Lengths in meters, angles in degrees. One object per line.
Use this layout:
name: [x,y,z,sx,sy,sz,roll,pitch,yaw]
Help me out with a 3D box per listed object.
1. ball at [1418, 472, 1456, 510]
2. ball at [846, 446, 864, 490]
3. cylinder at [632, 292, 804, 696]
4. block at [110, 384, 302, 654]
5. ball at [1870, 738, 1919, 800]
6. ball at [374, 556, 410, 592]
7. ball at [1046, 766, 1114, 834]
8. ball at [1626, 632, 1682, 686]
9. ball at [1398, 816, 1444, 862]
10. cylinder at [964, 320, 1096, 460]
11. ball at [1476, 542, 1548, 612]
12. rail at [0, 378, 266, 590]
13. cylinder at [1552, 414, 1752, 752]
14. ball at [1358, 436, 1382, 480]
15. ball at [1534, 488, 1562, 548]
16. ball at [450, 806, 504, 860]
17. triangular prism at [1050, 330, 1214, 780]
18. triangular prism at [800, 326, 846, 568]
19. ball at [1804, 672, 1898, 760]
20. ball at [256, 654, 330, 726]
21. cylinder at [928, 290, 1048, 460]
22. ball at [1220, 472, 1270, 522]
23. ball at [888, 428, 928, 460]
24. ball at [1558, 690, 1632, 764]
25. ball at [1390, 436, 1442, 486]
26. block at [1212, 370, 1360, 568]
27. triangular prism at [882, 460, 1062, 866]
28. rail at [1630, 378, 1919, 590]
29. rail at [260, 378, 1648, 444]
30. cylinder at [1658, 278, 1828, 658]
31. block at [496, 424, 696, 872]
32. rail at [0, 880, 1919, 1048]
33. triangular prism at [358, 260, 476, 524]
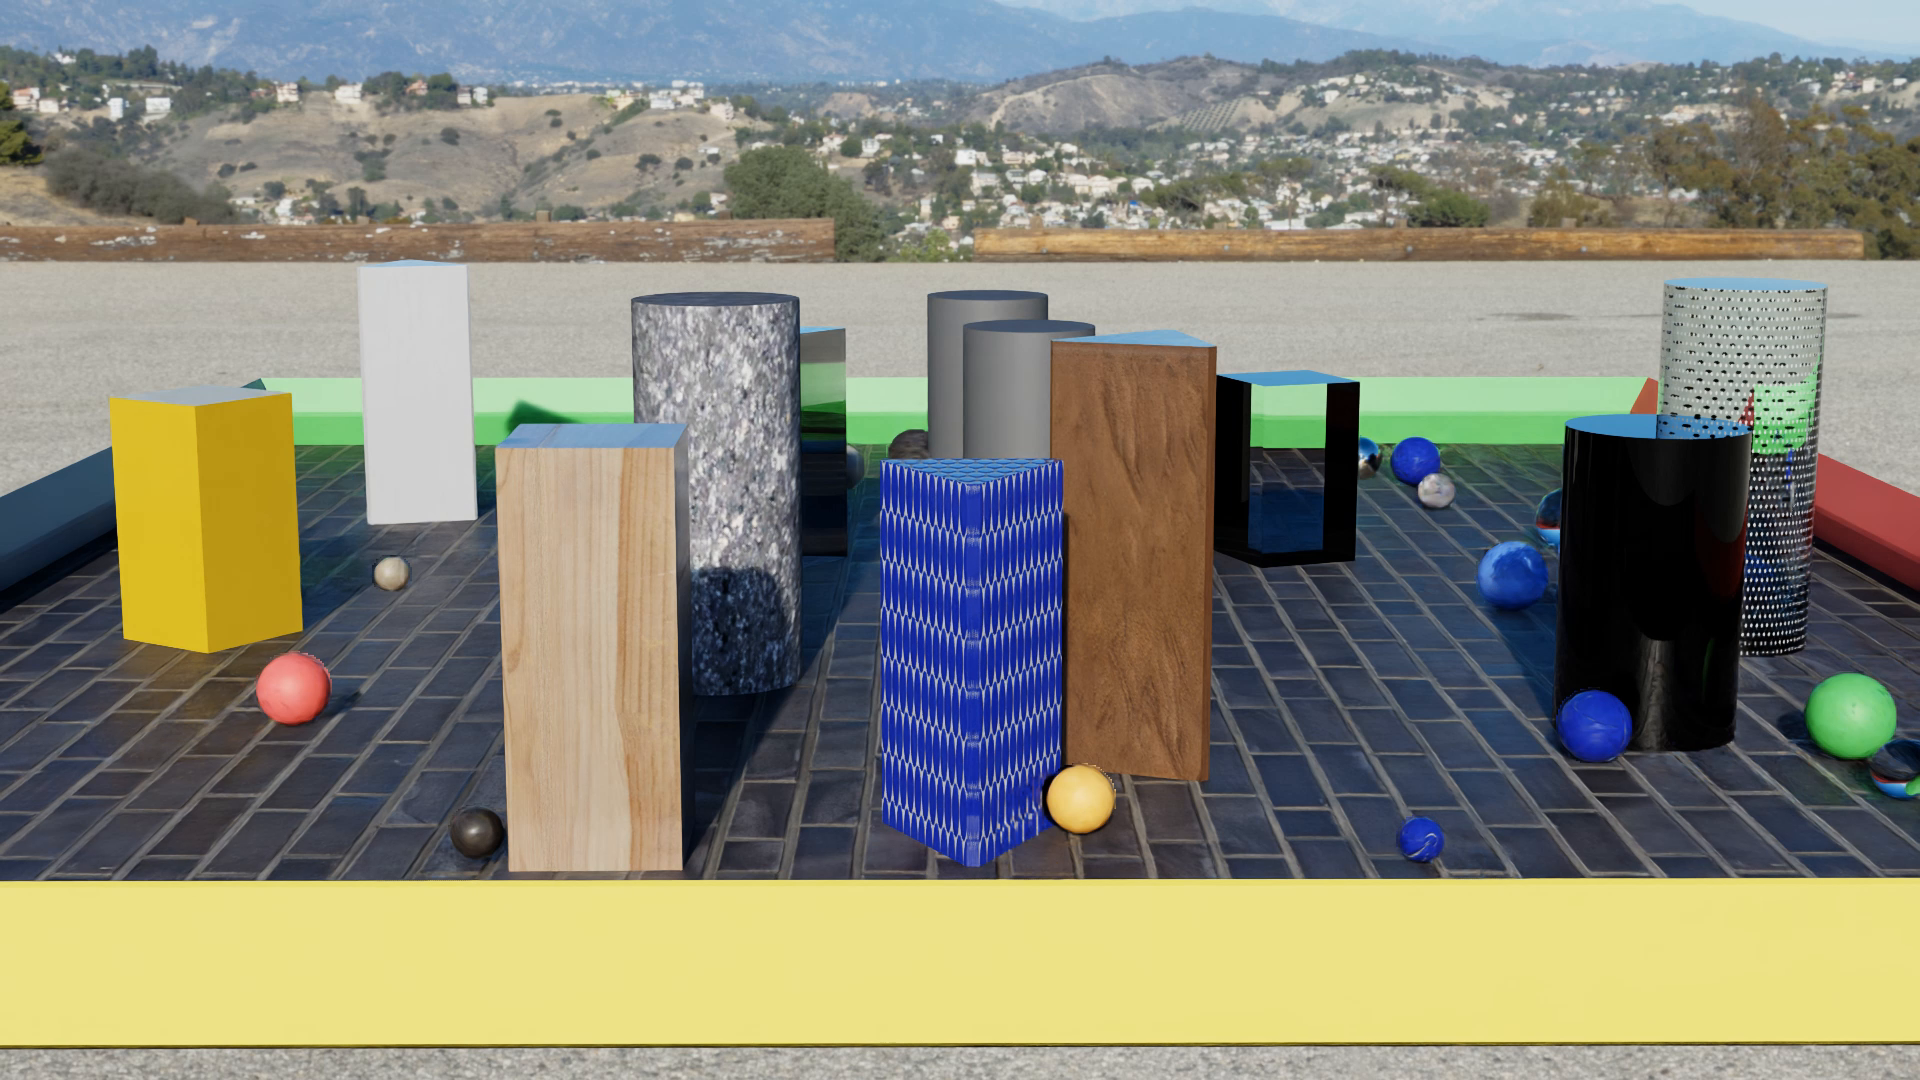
ball: [0.790,-0.081,4.248,0.063,0.063,0.063,0,10,0]
ball: [-0.204,-0.126,4.451,0.079,0.079,0.079,0,10,0]
cylinder: [-0.288,-0.060,3.059,0.198,0.455,0.198,0,10,0]
block: [-0.966,-0.031,3.295,0.158,0.312,0.158,7,12,32]
ball: [0.946,0.230,2.576,0.061,0.061,0.061,0,10,0]
ball: [-0.794,0.048,3.588,0.049,0.049,0.049,0,10,0]
ball: [0.116,0.249,2.462,0.065,0.065,0.065,0,10,0]
ball: [0.824,0.141,3.049,0.063,0.063,0.063,0,10,0]
ball: [0.427,0.277,2.373,0.042,0.042,0.042,0,10,0]
cylinder: [0.103,-0.151,3.860,0.198,0.343,0.198,0,10,0]
ball: [0.746,0.049,3.463,0.094,0.094,0.094,0,10,0]
rail: [-1.322,0.034,3.441,0.045,0.128,3.120,0,10,0]
cylinder: [0.759,0.043,2.821,0.198,0.340,0.198,0,10,0]
ball: [0.711,-0.145,4.560,0.077,0.077,0.077,0,10,0]
ball: [0.923,-0.032,3.901,0.094,0.094,0.094,0,10,0]
ball: [-0.444,0.269,2.357,0.048,0.048,0.048,0,10,0]
triangular prism: [0.198,0.009,2.701,0.171,0.449,0.148,4,11,20]
triangular prism: [-0.281,-0.140,3.793,0.148,0.345,0.171,8,13,38]
ball: [0.944,0.187,2.720,0.093,0.093,0.093,0,10,0]
ball: [-0.744,0.167,2.864,0.080,0.080,0.080,0,10,0]
cylinder: [0.045,-0.225,4.220,0.198,0.356,0.198,0,10,0]
ball: [0.459,-0.069,4.135,0.080,0.080,0.080,0,10,0]
ball: [-0.077,-0.146,4.504,0.099,0.099,0.099,0,10,0]
ball: [0.671,0.197,2.710,0.077,0.077,0.077,0,10,0]
ball: [0.797,-0.137,4.486,0.088,0.088,0.088,0,10,0]
block: [0.486,-0.109,3.838,0.158,0.268,0.158,-4,11,-21]
triangular prism: [0.033,0.105,2.437,0.148,0.357,0.171,-6,12,-30]
rail: [1.322,0.032,3.456,0.045,0.128,3.120,0,10,0]
rail: [-0.009,-0.247,4.959,2.692,0.128,0.045,0,10,0]
cylinder: [0.982,-0.096,3.251,0.198,0.457,0.198,0,10,0]
block: [-0.335,0.096,2.391,0.158,0.391,0.158,0,10,-1]
rail: [0.009,0.313,1.938,2.692,0.128,0.045,0,10,0]
triangular prism: [-0.886,-0.245,4.178,0.171,0.412,0.148,-3,11,-15]
